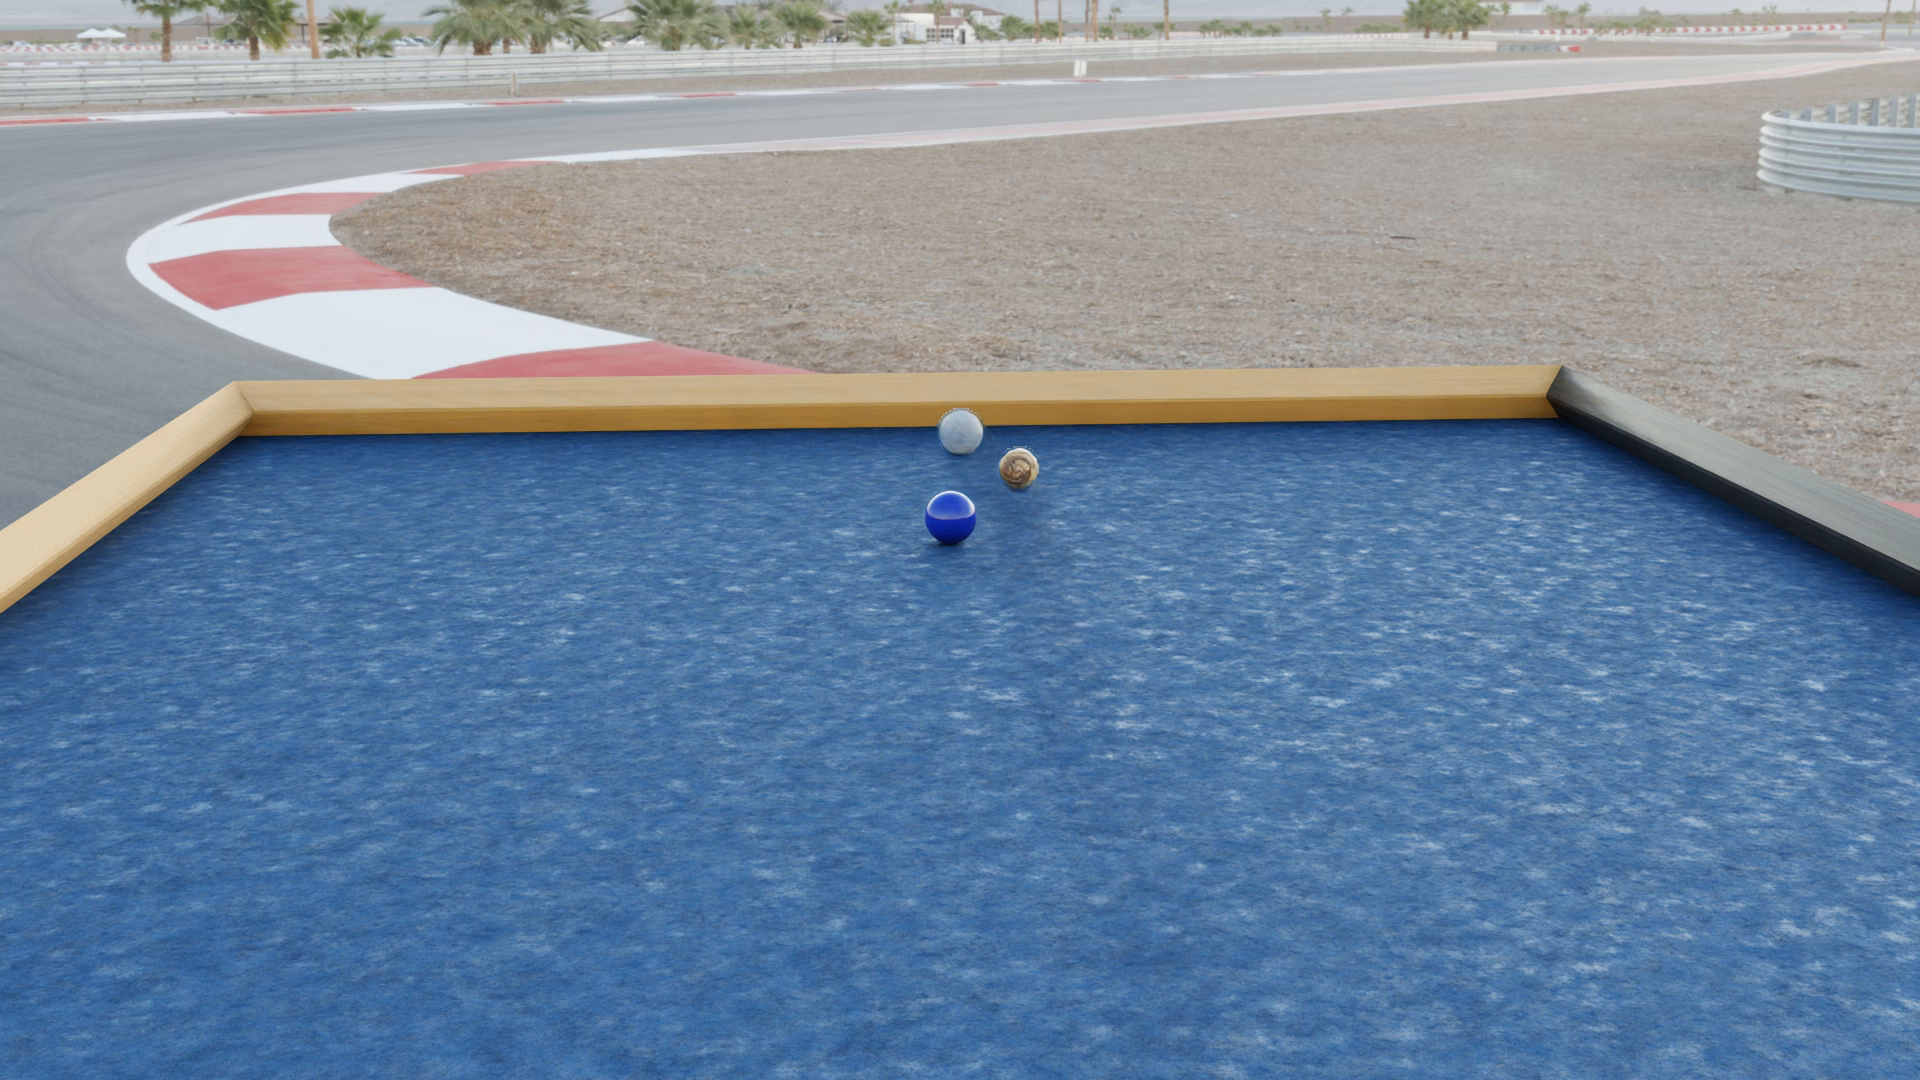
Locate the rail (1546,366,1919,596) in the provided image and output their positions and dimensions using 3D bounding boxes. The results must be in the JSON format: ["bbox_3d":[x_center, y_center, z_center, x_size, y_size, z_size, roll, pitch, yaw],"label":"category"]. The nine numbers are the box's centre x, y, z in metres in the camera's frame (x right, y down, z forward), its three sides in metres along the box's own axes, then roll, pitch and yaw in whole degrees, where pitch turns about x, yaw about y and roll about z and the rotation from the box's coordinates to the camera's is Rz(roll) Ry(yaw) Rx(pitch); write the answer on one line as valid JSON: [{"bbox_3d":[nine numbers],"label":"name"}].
[{"bbox_3d":[1.328,0.215,2.115,0.045,0.102,4.483,-1,13,-4],"label":"rail"}]

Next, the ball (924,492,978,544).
[{"bbox_3d":[-0.014,-0.033,3.241,0.078,0.078,0.078,0,13,0],"label":"ball"}]

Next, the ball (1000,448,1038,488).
[{"bbox_3d":[0.097,-0.118,3.635,0.066,0.066,0.066,0,13,0],"label":"ball"}]

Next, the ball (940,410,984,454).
[{"bbox_3d":[0.002,-0.192,3.924,0.079,0.079,0.079,0,13,0],"label":"ball"}]

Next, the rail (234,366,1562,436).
[{"bbox_3d":[-0.087,-0.263,4.173,2.533,0.102,0.045,-1,13,-4],"label":"rail"}]

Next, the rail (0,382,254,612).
[{"bbox_3d":[-1.150,0.259,1.923,0.045,0.102,4.483,-1,13,-4],"label":"rail"}]
